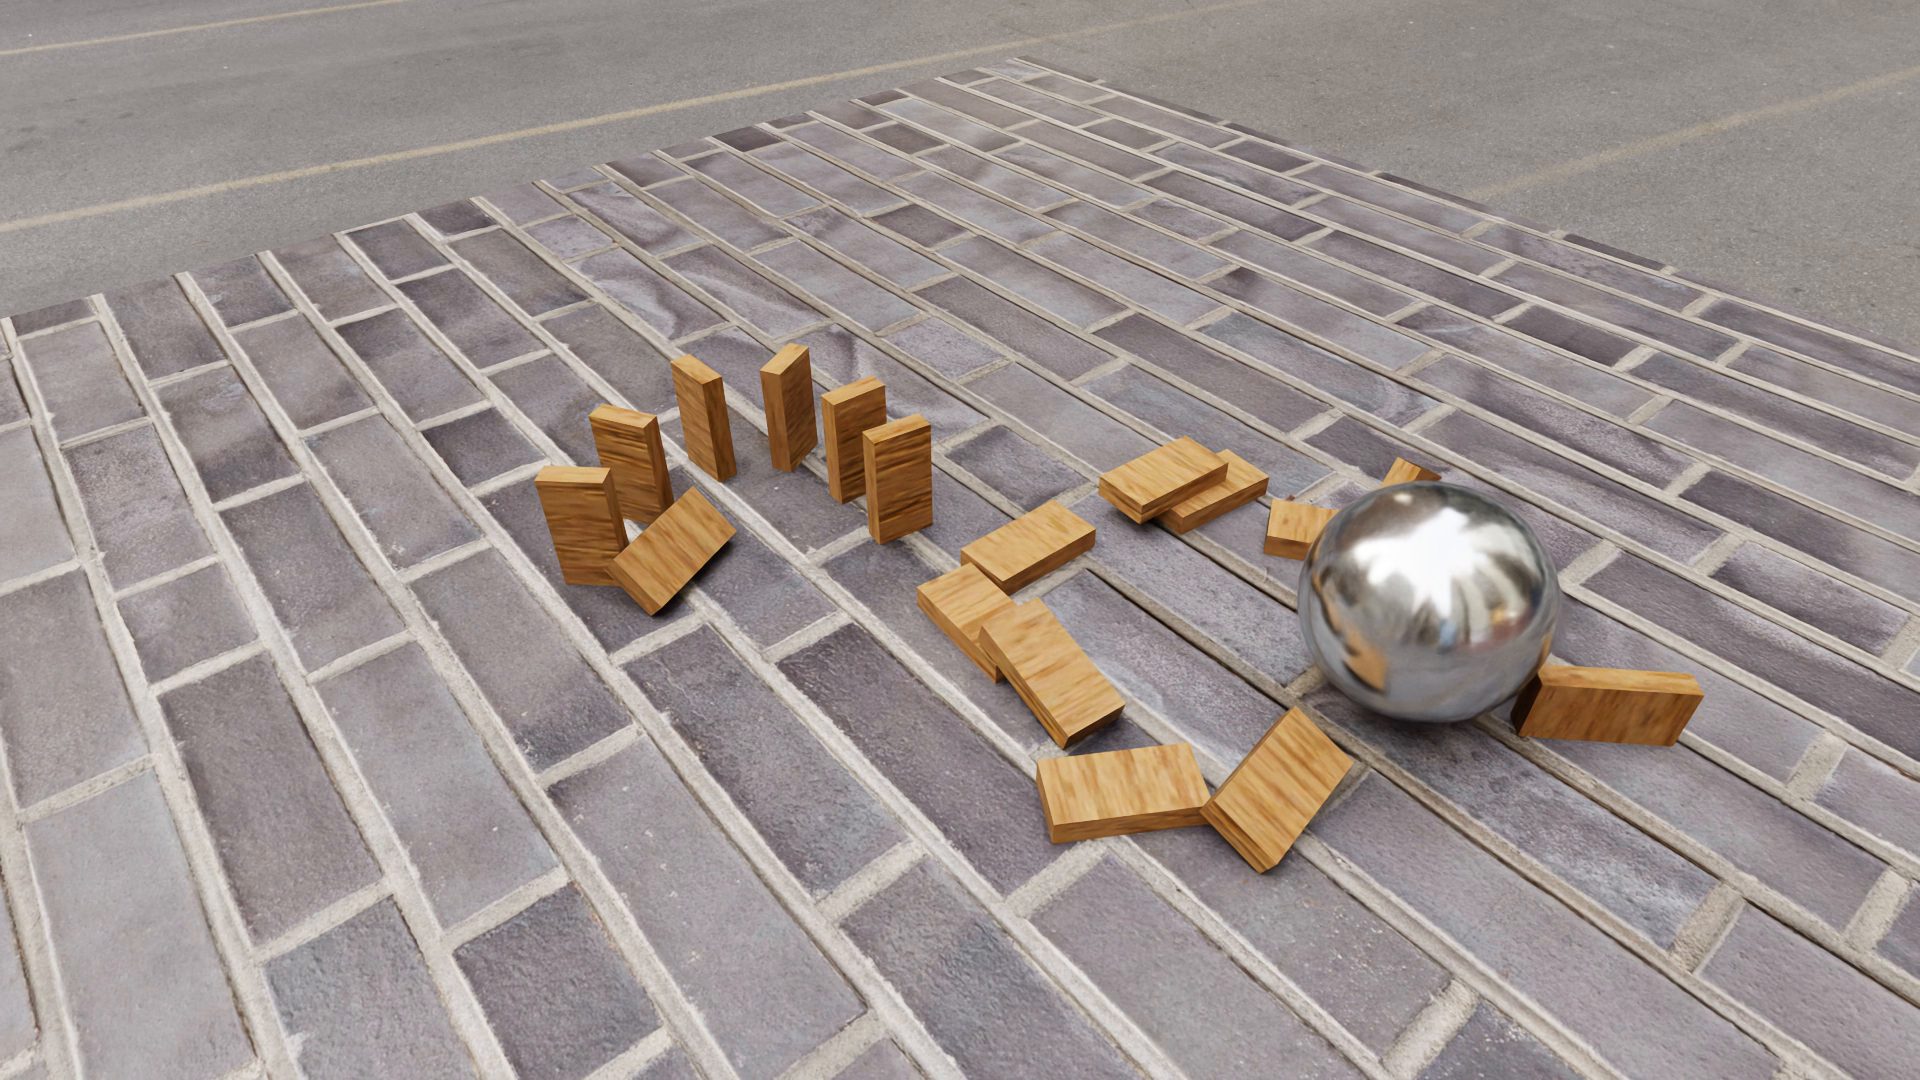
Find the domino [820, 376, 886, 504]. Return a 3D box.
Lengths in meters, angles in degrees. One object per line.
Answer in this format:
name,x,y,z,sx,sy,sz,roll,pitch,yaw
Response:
domino,-0.043,-0.042,0.462,0.025,0.050,0.009,-27,46,-29

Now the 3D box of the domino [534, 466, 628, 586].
domino,-0.141,-0.005,0.417,0.025,0.050,0.010,2,39,3

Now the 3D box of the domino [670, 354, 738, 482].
domino,-0.110,-0.052,0.475,0.010,0.050,0.025,-30,48,-31

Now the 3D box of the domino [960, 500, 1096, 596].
domino,0.027,0.003,0.440,0.050,0.010,0.025,-28,47,-30

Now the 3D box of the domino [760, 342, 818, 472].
domino,-0.074,-0.058,0.482,0.010,0.050,0.025,15,42,17

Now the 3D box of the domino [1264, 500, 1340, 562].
domino,0.150,-0.001,0.445,0.050,0.010,0.025,11,41,13

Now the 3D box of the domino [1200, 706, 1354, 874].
domino,0.099,0.077,0.342,0.025,0.010,0.050,46,54,12

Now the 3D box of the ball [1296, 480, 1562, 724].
ball,0.153,0.020,0.363,0.080,0.080,0.080,0,39,0

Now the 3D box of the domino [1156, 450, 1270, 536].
domino,0.104,-0.021,0.469,0.050,0.009,0.025,-23,45,-26

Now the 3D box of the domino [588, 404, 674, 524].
domino,-0.132,-0.029,0.447,0.025,0.050,0.009,13,41,16

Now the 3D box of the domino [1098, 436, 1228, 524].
domino,0.085,-0.026,0.460,0.050,0.010,0.025,-25,46,-28

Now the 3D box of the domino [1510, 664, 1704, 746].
domino,0.213,0.055,0.364,0.050,0.025,0.010,3,39,4

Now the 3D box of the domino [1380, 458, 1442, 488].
domino,0.160,-0.005,0.413,0.009,0.050,0.025,37,19,36

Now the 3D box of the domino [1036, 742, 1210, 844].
domino,0.051,0.079,0.347,0.050,0.010,0.025,-5,40,-7

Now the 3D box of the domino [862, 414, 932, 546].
domino,-0.024,-0.024,0.441,0.025,0.050,0.010,-22,44,-24

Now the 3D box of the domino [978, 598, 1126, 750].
domino,0.031,0.045,0.379,0.025,0.009,0.050,-24,60,-26

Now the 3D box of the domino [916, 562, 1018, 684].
domino,0.008,0.030,0.407,0.025,0.010,0.050,-24,45,-26

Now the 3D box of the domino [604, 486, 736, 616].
domino,-0.112,0.004,0.428,0.025,0.010,0.050,48,44,-12
